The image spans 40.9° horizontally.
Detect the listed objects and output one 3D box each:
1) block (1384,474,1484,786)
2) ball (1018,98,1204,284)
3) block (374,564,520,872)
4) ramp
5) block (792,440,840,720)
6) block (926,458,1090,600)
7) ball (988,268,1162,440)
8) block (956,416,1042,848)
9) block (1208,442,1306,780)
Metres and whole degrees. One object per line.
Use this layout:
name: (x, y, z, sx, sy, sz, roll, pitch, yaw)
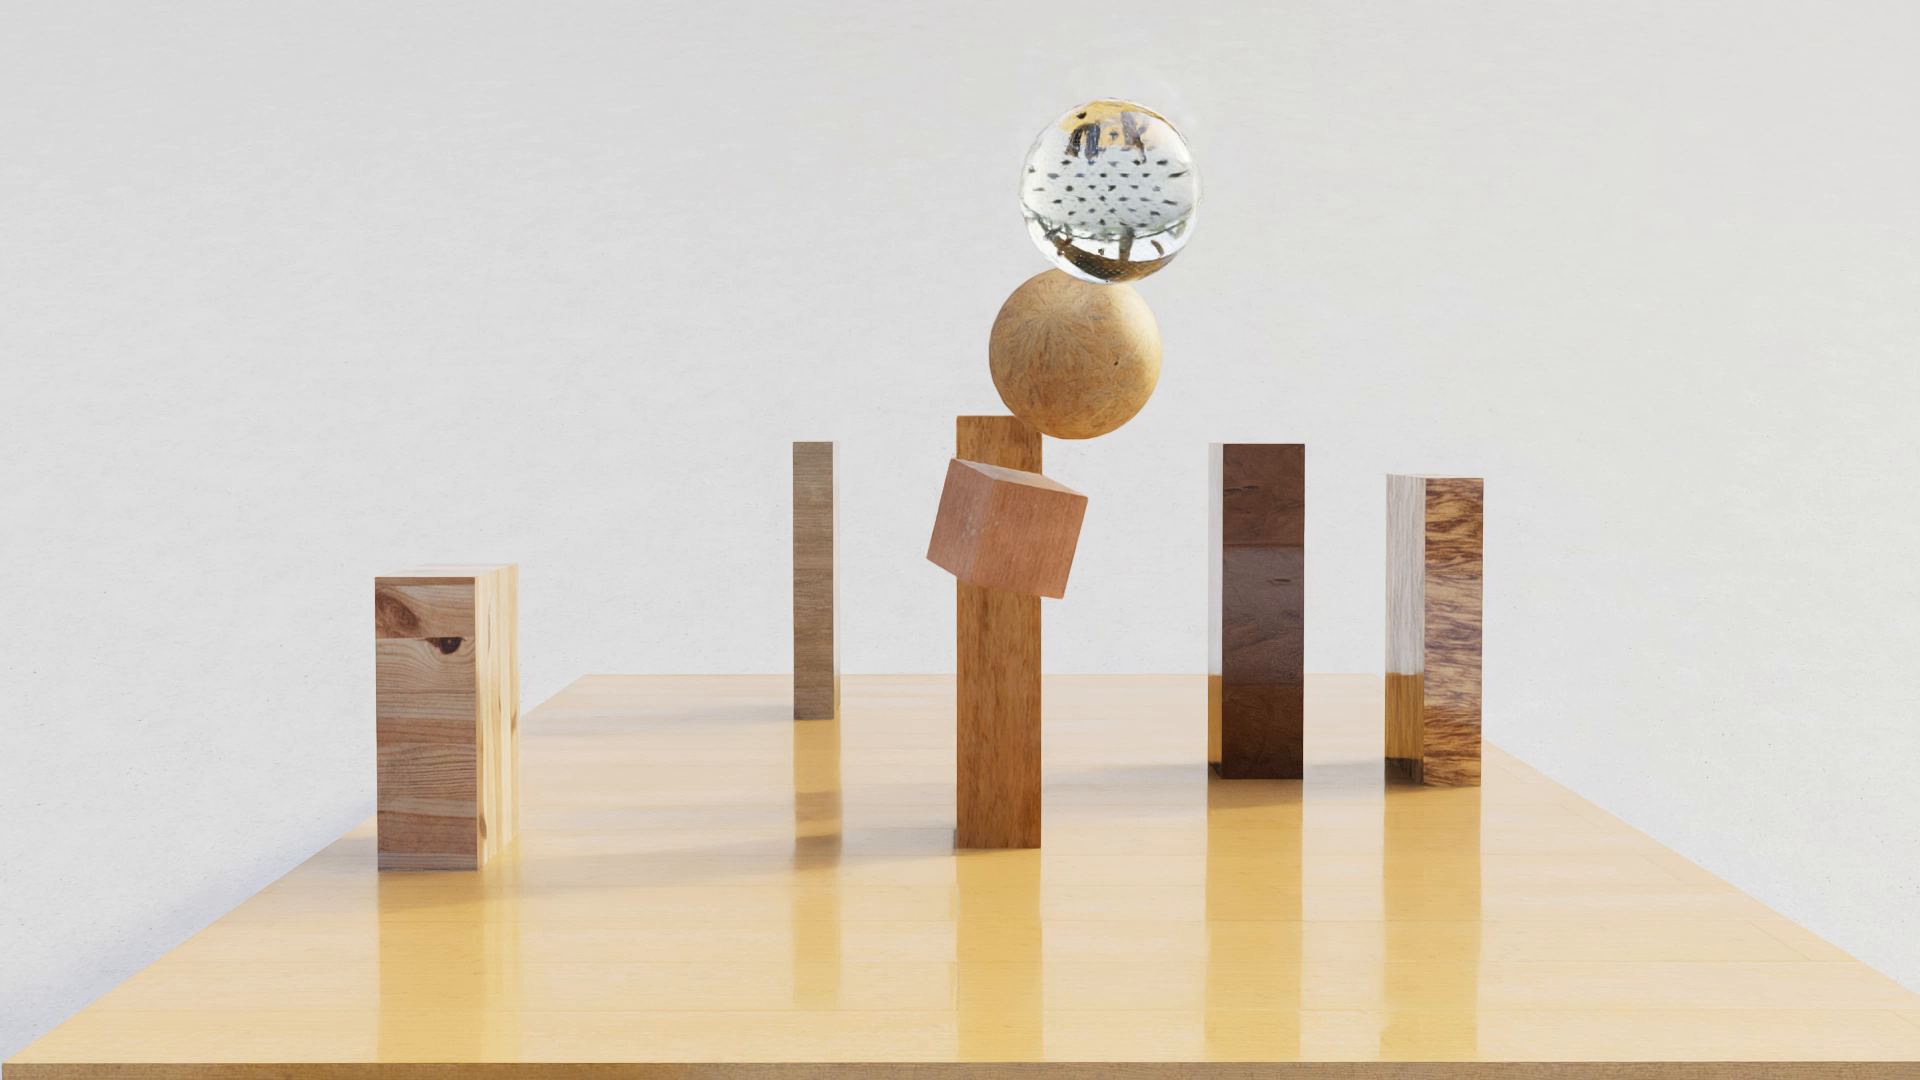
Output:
block: (0.856, 0.152, 4.668, 0.101, 0.537, 0.408, 0, 3, 0)
ball: (0.158, -0.364, 2.688, 0.193, 0.193, 0.193, 0, 23, 0)
block: (-0.751, 0.252, 3.800, 0.141, 0.416, 0.363, 0, 3, 0)
ramp: (0.053, 0.477, 4.537, 2.000, 0.100, 4.000, 0, 3, 0)
block: (-0.314, 0.080, 5.664, 0.086, 0.595, 0.325, 0, 3, 0)
block: (0.050, -0.013, 2.745, 0.113, 0.113, 0.113, 10, 9, -26)
ball: (0.125, -0.202, 2.784, 0.189, 0.189, 0.189, 0, 23, 0)
block: (0.058, 0.132, 3.932, 0.126, 0.642, 0.243, 0, 3, 0)
block: (0.537, 0.122, 4.685, 0.146, 0.596, 0.255, 0, 3, 0)
